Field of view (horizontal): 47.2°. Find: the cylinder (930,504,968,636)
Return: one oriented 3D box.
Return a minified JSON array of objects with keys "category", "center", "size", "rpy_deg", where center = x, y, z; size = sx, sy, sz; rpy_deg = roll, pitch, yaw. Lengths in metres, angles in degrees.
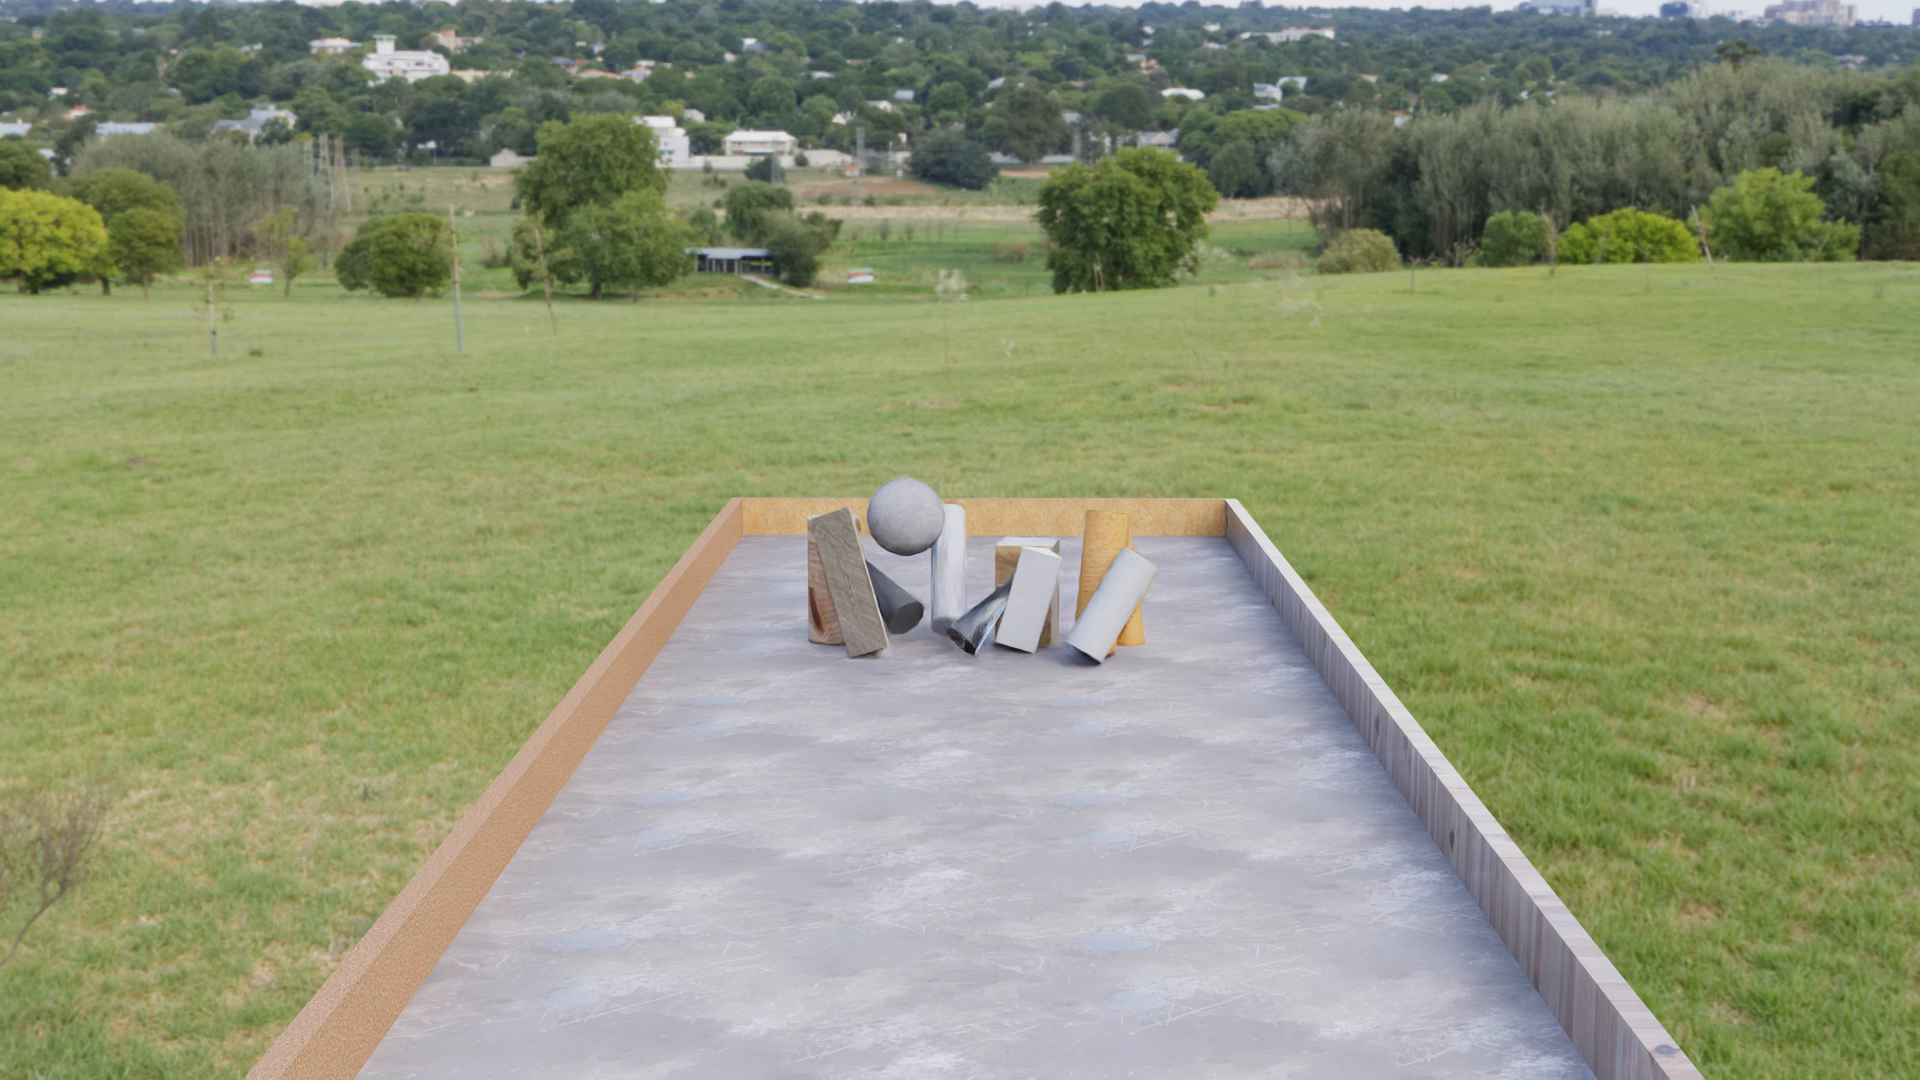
[{"category":"cylinder","center":[-0.037,0.095,7.140],"size":[0.118,0.118,0.452],"rpy_deg":[0,53,-1]}]

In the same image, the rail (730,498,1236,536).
[{"category":"rail","center":[0.099,-0.098,9.147],"size":[2.100,0.150,0.050],"rpy_deg":[0,9,1]}]

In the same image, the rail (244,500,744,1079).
[{"category":"rail","center":[-1.004,0.839,3.234],"size":[0.050,0.150,12.000],"rpy_deg":[0,9,1]}]

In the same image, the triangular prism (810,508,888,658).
[{"category":"triangular prism","center":[-0.328,0.132,6.783],"size":[0.129,0.444,0.111],"rpy_deg":[-17,-5,10]}]

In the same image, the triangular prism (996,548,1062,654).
[{"category":"triangular prism","center":[0.220,0.179,6.829],"size":[0.129,0.308,0.112],"rpy_deg":[16,10,5]}]

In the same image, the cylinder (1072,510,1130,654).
[{"category":"cylinder","center":[0.434,0.129,6.774],"size":[0.134,0.428,0.134],"rpy_deg":[6,1,0]}]

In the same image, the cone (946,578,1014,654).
[{"category":"cone","center":[0.123,0.184,6.810],"size":[0.366,0.119,0.119],"rpy_deg":[-47,29,-18]}]

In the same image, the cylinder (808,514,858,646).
[{"category":"cylinder","center":[-0.401,0.124,6.965],"size":[0.163,0.395,0.163],"rpy_deg":[0,9,0]}]

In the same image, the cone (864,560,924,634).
[{"category":"cone","center":[-0.292,0.119,7.176],"size":[0.135,0.135,0.437],"rpy_deg":[-7,42,-39]}]

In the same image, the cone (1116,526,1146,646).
[{"category":"cone","center":[0.532,0.133,6.922],"size":[0.108,0.391,0.108],"rpy_deg":[0,9,0]}]

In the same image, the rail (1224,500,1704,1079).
[{"category":"rail","center":[1.046,0.843,3.208],"size":[0.050,0.150,12.000],"rpy_deg":[0,9,1]}]

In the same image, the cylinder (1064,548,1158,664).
[{"category":"cylinder","center":[0.458,0.198,6.647],"size":[0.129,0.334,0.129],"rpy_deg":[31,-4,3]}]

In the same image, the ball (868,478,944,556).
[{"category":"ball","center":[-0.173,-0.073,7.038],"size":[0.248,0.248,0.248],"rpy_deg":[0,9,0]}]

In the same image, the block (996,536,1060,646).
[{"category":"block","center":[0.215,0.161,6.979],"size":[0.177,0.315,0.177],"rpy_deg":[2,9,10]}]
